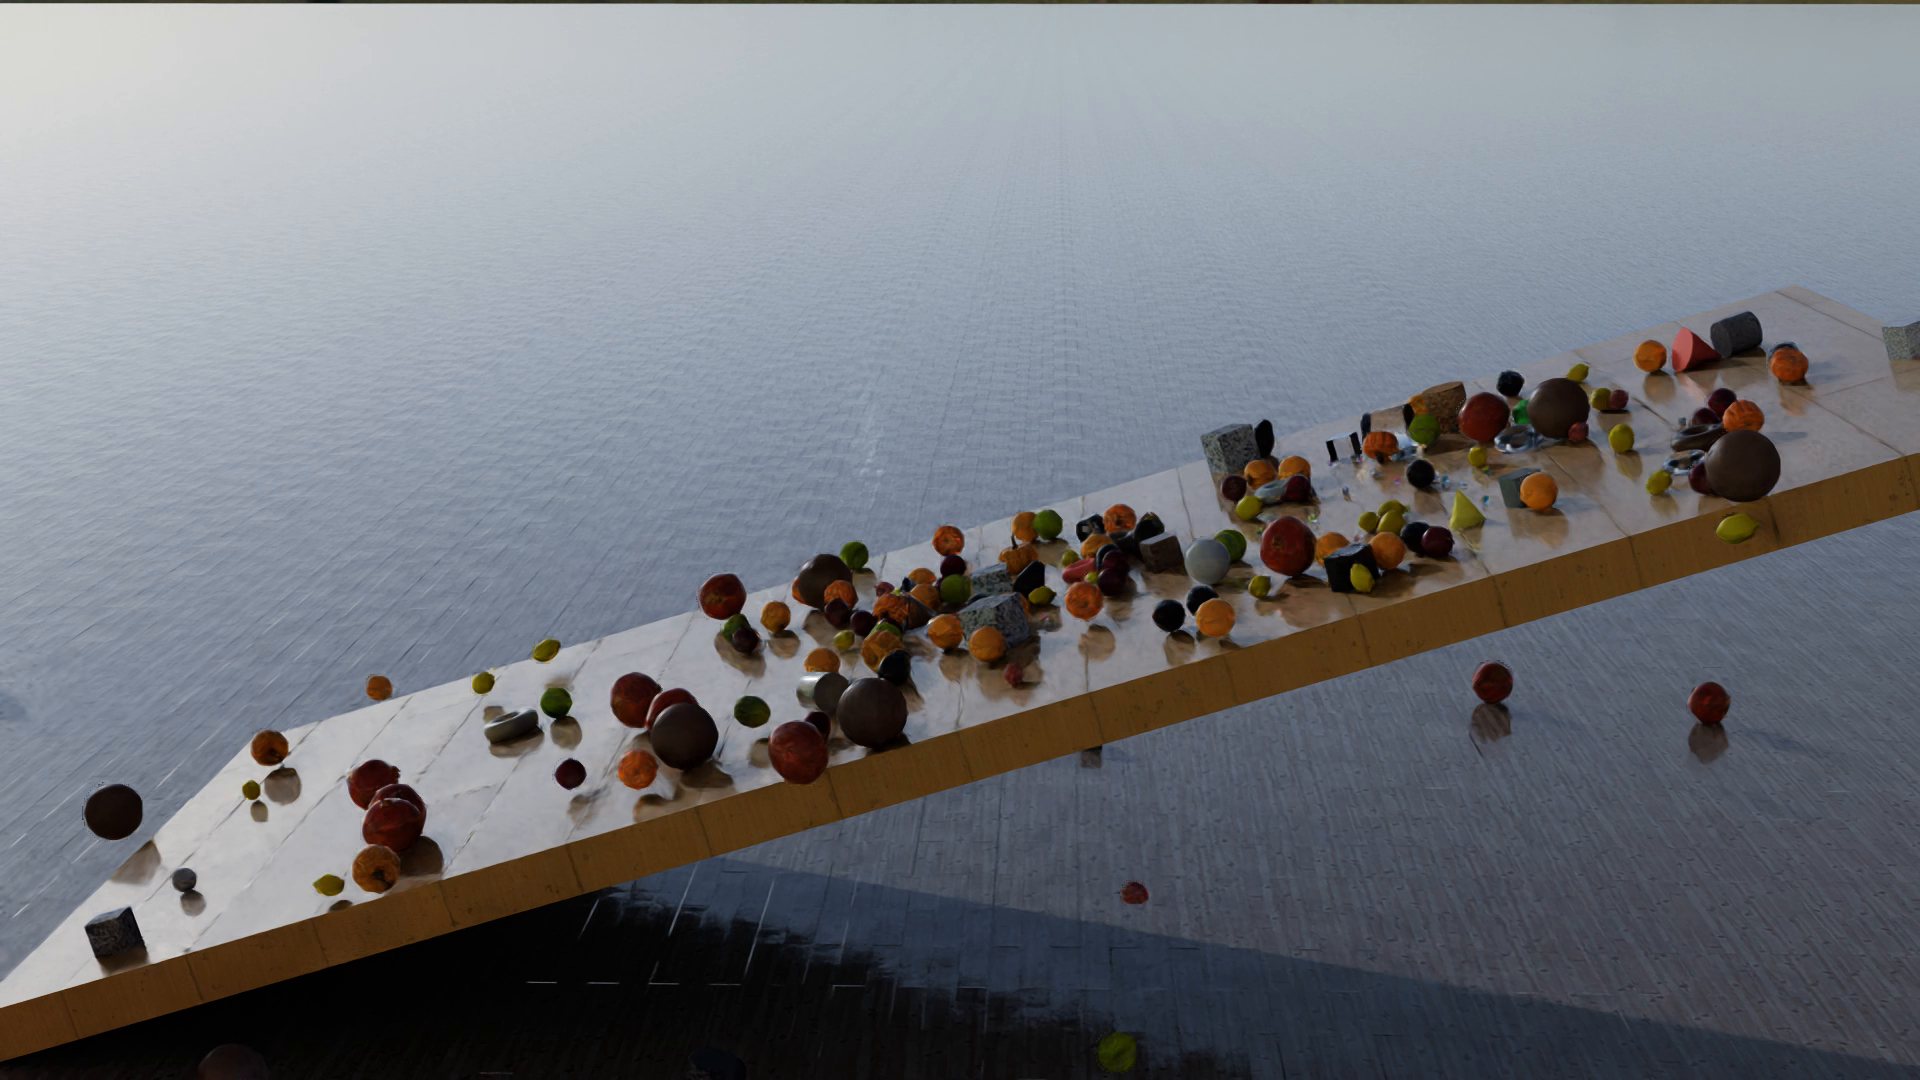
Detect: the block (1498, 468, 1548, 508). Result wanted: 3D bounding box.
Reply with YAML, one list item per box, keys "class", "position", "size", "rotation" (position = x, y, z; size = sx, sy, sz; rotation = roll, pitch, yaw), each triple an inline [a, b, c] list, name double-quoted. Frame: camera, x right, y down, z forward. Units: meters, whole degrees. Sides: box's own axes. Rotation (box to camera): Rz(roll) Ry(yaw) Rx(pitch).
- class: "block"
  position: [1.094, -0.101, 5.716]
  size: [0.060, 0.060, 0.060]
  rotation: [-21, 11, -19]

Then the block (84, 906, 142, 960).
- class: "block"
  position: [-1.628, 0.755, 5.657]
  size: [0.069, 0.069, 0.069]
  rotation: [-16, 10, 9]

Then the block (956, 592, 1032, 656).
- class: "block"
  position: [0.069, 0.169, 5.895]
  size: [0.093, 0.093, 0.093]
  rotation: [-9, 13, 39]

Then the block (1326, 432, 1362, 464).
- class: "block"
  position: [0.875, -0.211, 6.700]
  size: [0.053, 0.053, 0.053]
  rotation: [-9, 13, 38]

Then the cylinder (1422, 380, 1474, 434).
- class: "cylinder"
  position: [1.106, -0.301, 6.672]
  size: [0.095, 0.095, 0.095]
  rotation: [-17, 10, 3]

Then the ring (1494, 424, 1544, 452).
- class: "ring"
  position: [1.187, -0.217, 6.247]
  size: [0.109, 0.036, 0.109]
  rotation: [-14, 15, 4]

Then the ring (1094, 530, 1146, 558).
- class: "ring"
  position: [0.350, 0.009, 6.438]
  size: [0.119, 0.040, 0.119]
  rotation: [-16, 11, 3]

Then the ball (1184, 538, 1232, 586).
- class: "ball"
  position: [0.494, 0.043, 5.855]
  size: [0.093, 0.093, 0.093]
  rotation: [0, 11, 0]

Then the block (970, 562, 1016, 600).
- class: "block"
  position: [0.072, 0.104, 6.270]
  size: [0.083, 0.083, 0.083]
  rotation: [-17, 10, 2]

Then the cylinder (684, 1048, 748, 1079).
- class: "cylinder"
  position: [-0.397, 0.874, 4.684]
  size: [0.093, 0.093, 0.093]
  rotation: [18, 19, -6]

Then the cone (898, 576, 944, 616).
- class: "cone"
  position: [-0.080, 0.133, 6.486]
  size: [0.094, 0.094, 0.094]
  rotation: [8, 9, -12]

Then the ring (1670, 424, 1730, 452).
- class: "ring"
  position: [1.437, -0.196, 5.714]
  size: [0.115, 0.038, 0.115]
  rotation: [-16, 11, 3]

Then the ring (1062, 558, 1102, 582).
- class: "ring"
  position: [0.262, 0.065, 6.309]
  size: [0.093, 0.031, 0.093]
  rotation: [-18, 9, 3]

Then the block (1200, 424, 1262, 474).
- class: "block"
  position: [0.645, -0.218, 7.004]
  size: [0.094, 0.094, 0.094]
  rotation: [-21, 11, -19]

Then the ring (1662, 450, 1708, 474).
- class: "ring"
  position: [1.377, -0.148, 5.585]
  size: [0.088, 0.029, 0.088]
  rotation: [-16, 11, 3]

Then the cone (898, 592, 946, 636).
- class: "cone"
  position: [-0.074, 0.165, 6.297]
  size: [0.096, 0.096, 0.096]
  rotation: [8, 9, -11]

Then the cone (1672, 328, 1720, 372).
- class: "cone"
  position: [1.646, -0.415, 6.524]
  size: [0.098, 0.098, 0.098]
  rotation: [8, 9, -13]

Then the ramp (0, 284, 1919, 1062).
- class: "ramp"
  position: [0.095, 0.185, 6.316]
  size: [4.000, 0.100, 2.000]
  rotation: [-16, 10, 5]

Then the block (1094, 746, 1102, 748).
- class: "block"
  position: [0.347, 0.518, 7.777]
  size: [0.055, 0.055, 0.055]
  rotation: [1, 11, 4]

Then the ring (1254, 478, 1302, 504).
- class: "ring"
  position: [0.702, -0.107, 6.477]
  size: [0.110, 0.037, 0.110]
  rotation: [-16, 11, 3]

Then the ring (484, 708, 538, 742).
- class: "ring"
  position: [-0.996, 0.411, 6.532]
  size: [0.126, 0.042, 0.126]
  rotation: [-18, 10, 3]

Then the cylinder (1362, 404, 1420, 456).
- class: "cylinder"
  position: [0.967, -0.248, 6.609]
  size: [0.100, 0.100, 0.100]
  rotation: [-12, 5, 28]

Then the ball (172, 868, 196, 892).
- class: "ball"
  position: [-1.576, 0.690, 5.974]
  size: [0.050, 0.050, 0.050]
  rotation: [0, 11, 0]

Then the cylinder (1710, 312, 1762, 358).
- class: "cylinder"
  position: [1.720, -0.456, 6.516]
  size: [0.081, 0.081, 0.081]
  rotation: [-20, 16, -14]

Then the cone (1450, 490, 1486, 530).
- class: "cone"
  position: [0.974, -0.067, 5.702]
  size: [0.072, 0.072, 0.072]
  rotation: [-17, 10, 3]

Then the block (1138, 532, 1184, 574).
- class: "block"
  position: [0.421, 0.027, 6.148]
  size: [0.064, 0.064, 0.064]
  rotation: [-20, 10, -15]

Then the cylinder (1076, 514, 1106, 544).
- class: "cylinder"
  position: [0.298, -0.025, 6.667]
  size: [0.052, 0.052, 0.052]
  rotation: [8, 22, 35]

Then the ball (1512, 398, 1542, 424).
- class: "ball"
  position: [1.237, -0.275, 6.408]
  size: [0.063, 0.063, 0.063]
  rotation: [0, 11, 0]

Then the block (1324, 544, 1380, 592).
- class: "block"
  position: [0.730, 0.052, 5.485]
  size: [0.066, 0.066, 0.066]
  rotation: [-9, 13, 41]

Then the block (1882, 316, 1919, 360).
- class: "block"
  position: [1.923, -0.409, 5.951]
  size: [0.070, 0.070, 0.070]
  rotation: [-21, 11, -18]
